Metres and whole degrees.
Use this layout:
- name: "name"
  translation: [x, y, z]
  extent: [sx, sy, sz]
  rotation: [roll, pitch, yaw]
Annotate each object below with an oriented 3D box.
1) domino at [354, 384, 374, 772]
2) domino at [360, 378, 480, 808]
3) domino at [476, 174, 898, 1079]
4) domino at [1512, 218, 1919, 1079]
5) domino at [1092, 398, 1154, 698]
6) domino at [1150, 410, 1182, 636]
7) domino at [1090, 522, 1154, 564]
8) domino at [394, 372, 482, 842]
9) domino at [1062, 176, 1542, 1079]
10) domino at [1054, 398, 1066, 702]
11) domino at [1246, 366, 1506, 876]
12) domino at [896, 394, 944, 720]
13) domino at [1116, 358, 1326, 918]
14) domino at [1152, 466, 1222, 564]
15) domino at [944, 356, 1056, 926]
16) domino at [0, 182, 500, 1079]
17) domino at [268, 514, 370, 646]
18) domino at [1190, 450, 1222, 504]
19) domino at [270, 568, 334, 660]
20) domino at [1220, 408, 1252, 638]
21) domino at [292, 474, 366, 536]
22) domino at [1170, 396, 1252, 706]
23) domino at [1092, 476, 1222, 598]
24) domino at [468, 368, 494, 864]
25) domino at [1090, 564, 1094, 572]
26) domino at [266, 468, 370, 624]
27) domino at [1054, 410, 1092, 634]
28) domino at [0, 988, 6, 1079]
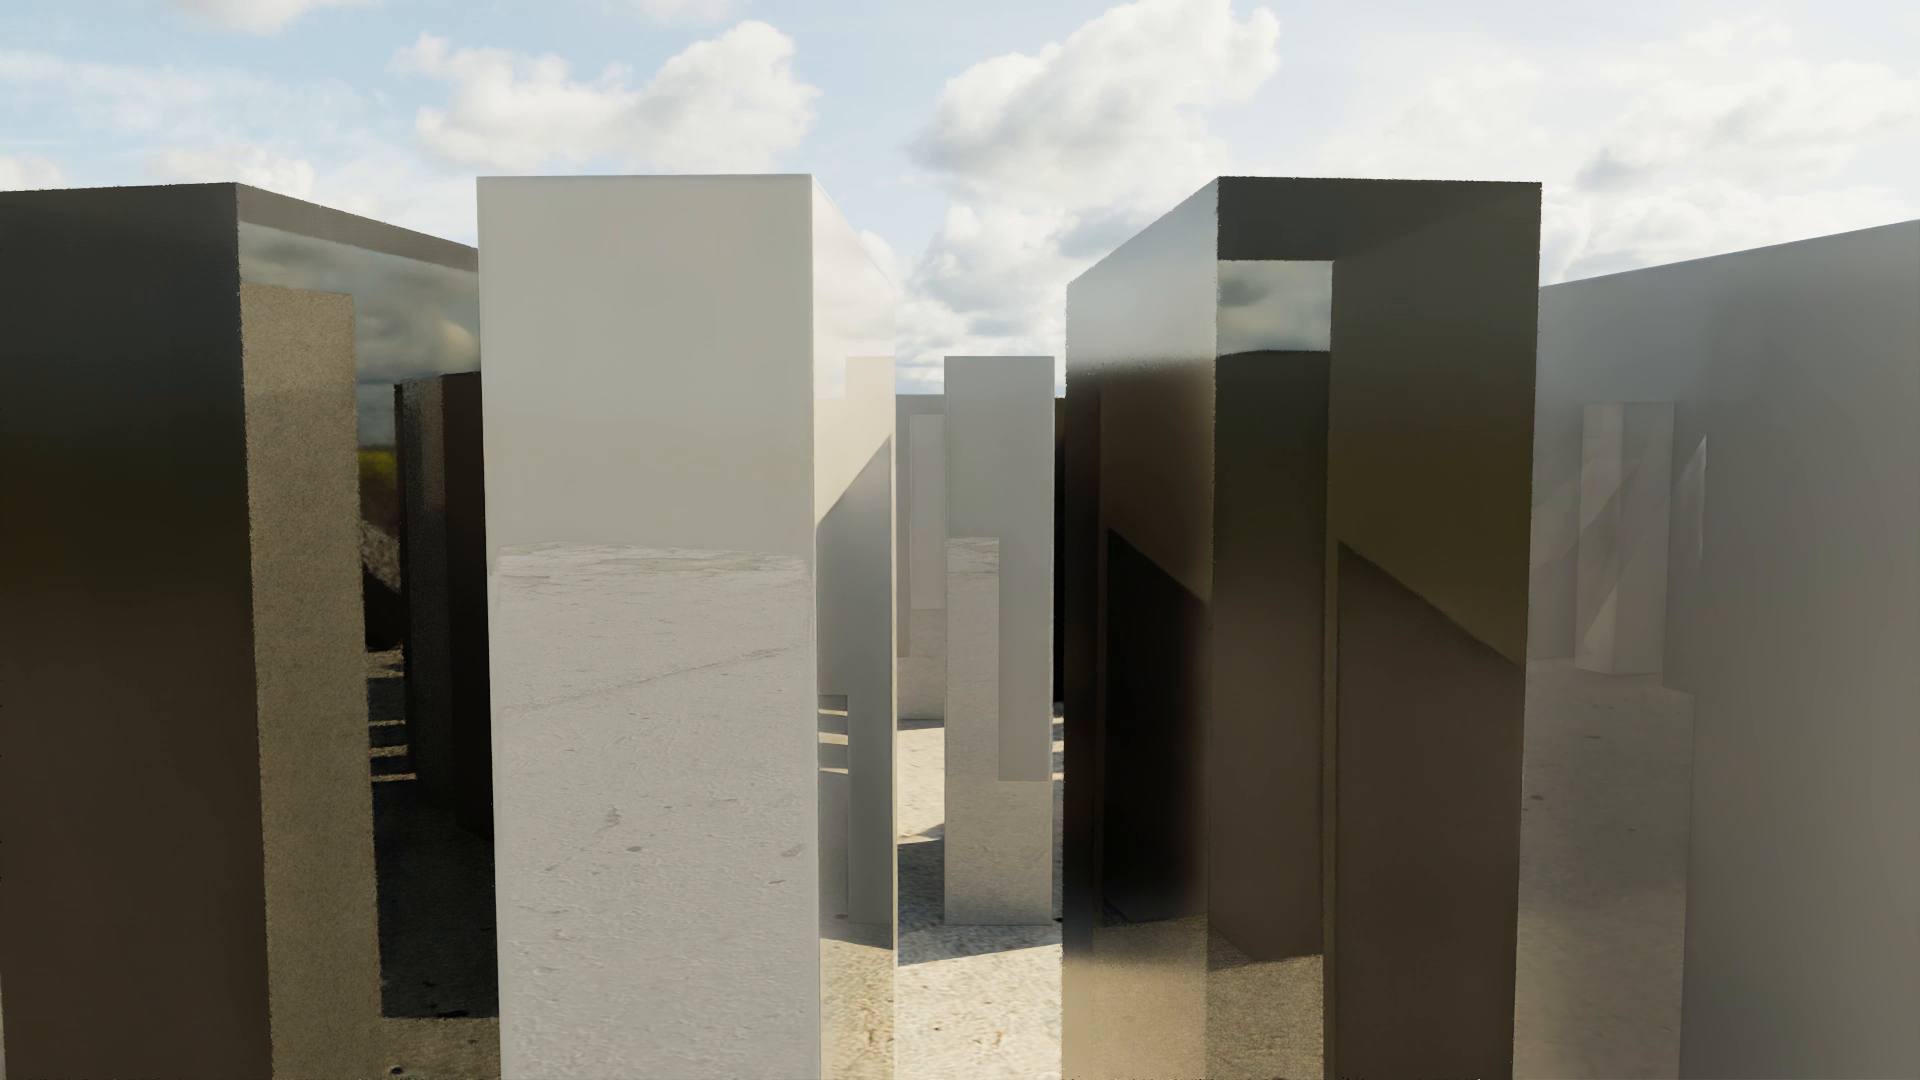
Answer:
- name: "domino"
  translation: [-0.067, 0.004, 0.174]
  extent: [0.025, 0.050, 0.010]
  rotation: [-2, 5, -23]
- name: "domino"
  translation: [-0.059, 0.006, 0.159]
  extent: [0.025, 0.050, 0.009]
  rotation: [-3, 5, -34]
- name: "domino"
  translation: [-0.008, 0.014, 0.050]
  extent: [0.010, 0.050, 0.025]
  rotation: [0, 4, 2]
- name: "domino"
  translation: [0.035, 0.013, 0.054]
  extent: [0.009, 0.050, 0.025]
  rotation: [-1, 4, -13]
- name: "domino"
  translation: [0.029, 0.001, 0.226]
  extent: [0.009, 0.050, 0.025]
  rotation: [1, 4, 8]
- name: "domino"
  translation: [0.046, -0.005, 0.297]
  extent: [0.009, 0.050, 0.025]
  rotation: [1, 4, 12]
- name: "domino"
  translation: [0.032, -0.003, 0.373]
  extent: [0.050, 0.009, 0.025]
  rotation: [33, 5, 4]
- name: "domino"
  translation: [-0.050, 0.006, 0.148]
  extent: [0.025, 0.050, 0.009]
  rotation: [-4, 6, -43]
- name: "domino"
  translation: [0.011, 0.014, 0.051]
  extent: [0.009, 0.050, 0.025]
  rotation: [0, 4, -5]
- name: "domino"
  translation: [0.007, 0.001, 0.219]
  extent: [0.010, 0.050, 0.025]
  rotation: [-3, 5, -37]
- name: "domino"
  translation: [0.044, 0.007, 0.137]
  extent: [0.009, 0.050, 0.025]
  rotation: [-4, 6, -41]
- name: "domino"
  translation: [0.000, 0.002, 0.201]
  extent: [0.025, 0.050, 0.009]
  rotation: [0, 4, 0]
- name: "domino"
  translation: [0.025, 0.008, 0.127]
  extent: [0.009, 0.050, 0.025]
  rotation: [-1, 4, -15]
- name: "domino"
  translation: [0.072, -0.003, 0.369]
  extent: [0.050, 0.009, 0.025]
  rotation: [37, 15, 14]
- name: "domino"
  translation: [0.003, 0.008, 0.124]
  extent: [0.009, 0.050, 0.025]
  rotation: [0, 4, 0]
- name: "domino"
  translation: [-0.023, 0.014, 0.052]
  extent: [0.010, 0.050, 0.025]
  rotation: [1, 4, 10]
- name: "domino"
  translation: [-0.141, 0.004, 0.255]
  extent: [0.025, 0.009, 0.050]
  rotation: [1, -33, 25]
- name: "domino"
  translation: [0.090, -0.005, 0.364]
  extent: [0.050, 0.010, 0.025]
  rotation: [46, 21, 16]
- name: "domino"
  translation: [-0.145, 0.006, 0.239]
  extent: [0.025, 0.009, 0.050]
  rotation: [1, -33, 18]
- name: "domino"
  translation: [0.066, -0.004, 0.291]
  extent: [0.010, 0.050, 0.025]
  rotation: [2, 5, 21]
- name: "domino"
  translation: [-0.125, 0.003, 0.290]
  extent: [0.025, 0.009, 0.050]
  rotation: [4, -29, 41]
- name: "domino"
  translation: [0.045, 0.001, 0.220]
  extent: [0.010, 0.050, 0.025]
  rotation: [2, 5, 29]
- name: "domino"
  translation: [0.053, -0.003, 0.371]
  extent: [0.050, 0.009, 0.025]
  rotation: [33, 10, 8]
- name: "domino"
  translation: [-0.037, 0.007, 0.136]
  extent: [0.009, 0.050, 0.025]
  rotation: [3, 5, 37]
- name: "domino"
  translation: [0.015, -0.003, 0.373]
  extent: [0.050, 0.010, 0.025]
  rotation: [33, 5, 1]
- name: "domino"
  translation: [-0.135, 0.003, 0.273]
  extent: [0.025, 0.009, 0.050]
  rotation: [3, -32, 37]
- name: "domino"
  translation: [0.025, -0.005, 0.299]
  extent: [0.009, 0.050, 0.025]
  rotation: [0, 4, 1]
- name: "domino"
  translation: [-0.045, 0.013, 0.058]
  extent: [0.010, 0.050, 0.025]
  rotation: [2, 5, 22]
